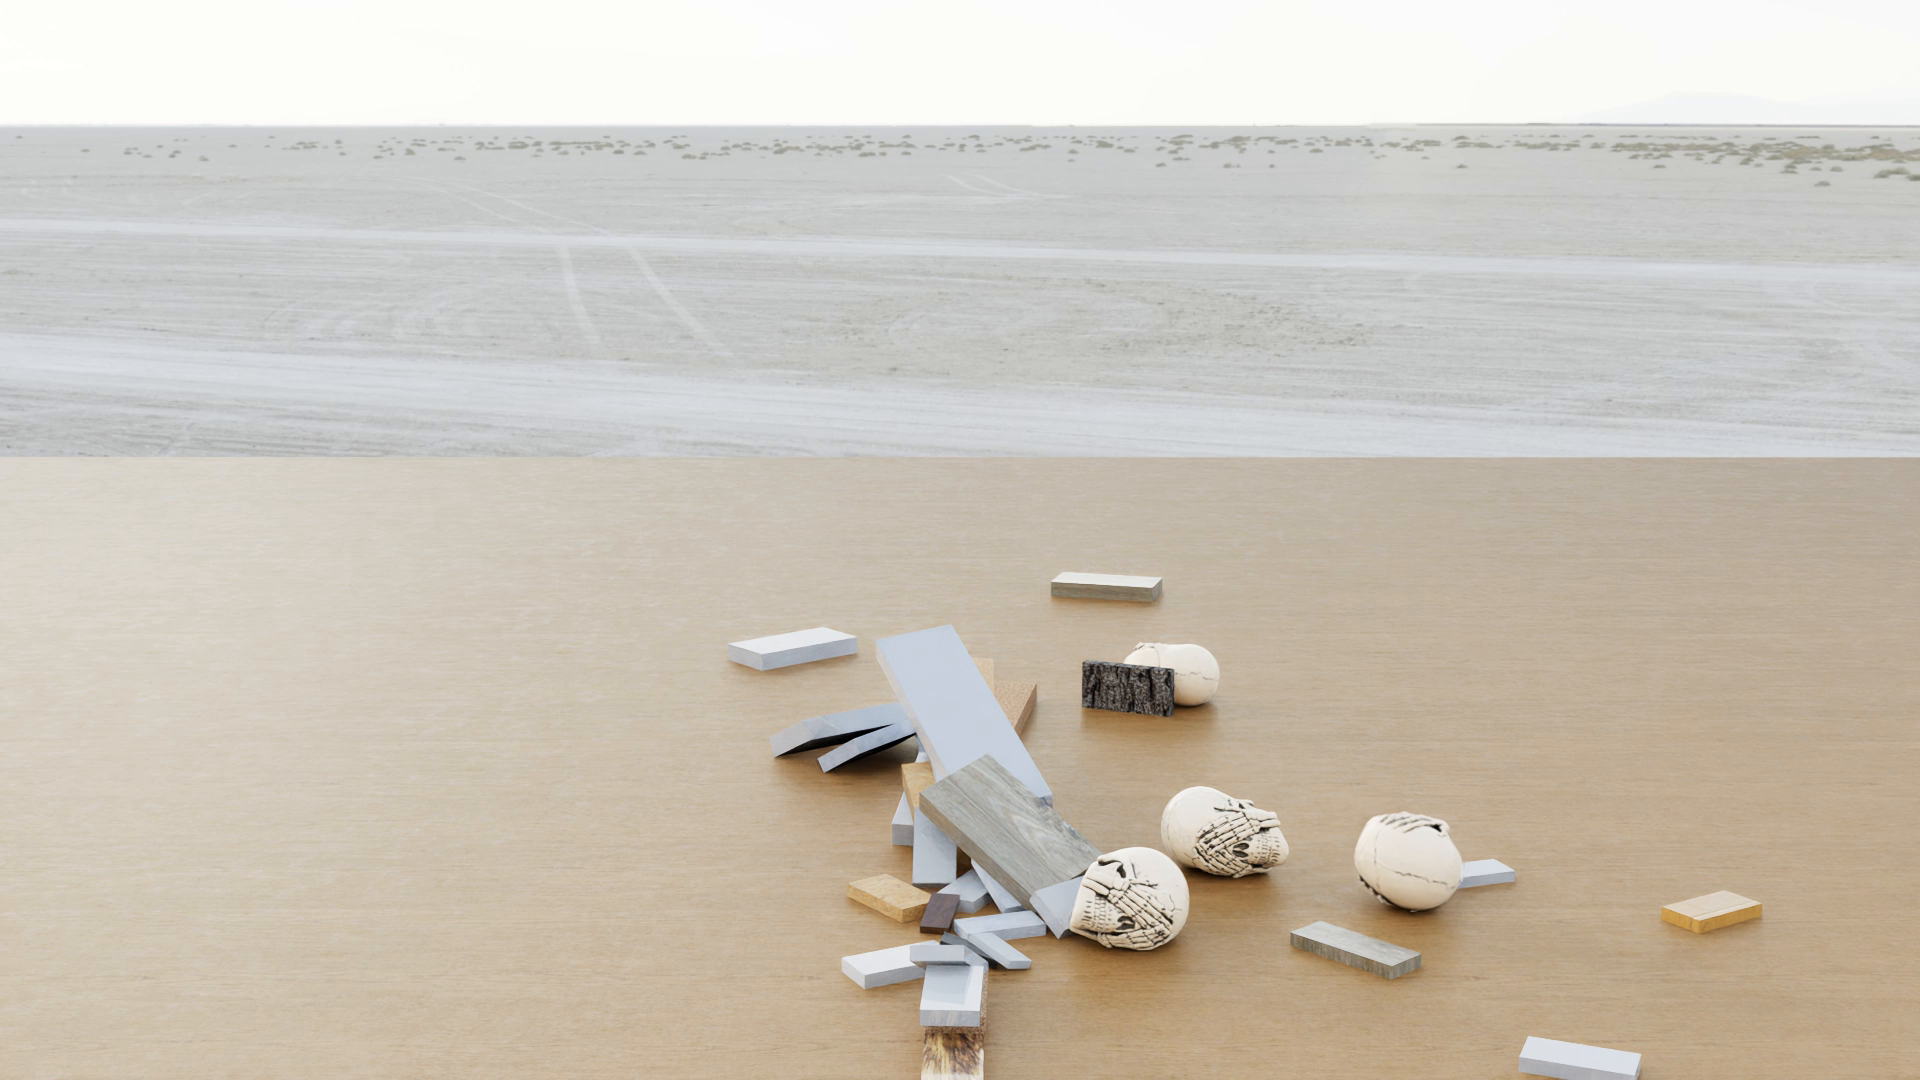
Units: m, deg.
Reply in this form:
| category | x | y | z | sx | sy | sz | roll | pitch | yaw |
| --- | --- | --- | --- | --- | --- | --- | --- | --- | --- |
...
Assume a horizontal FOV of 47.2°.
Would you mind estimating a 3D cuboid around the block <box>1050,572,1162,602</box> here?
| category | x | y | z | sx | sy | sz | roll | pitch | yaw |
| --- | --- | --- | --- | --- | --- | --- | --- | --- | --- |
| block | 0.404 | 0.128 | 6.045 | 0.282 | 0.040 | 0.141 | 3 | 11 | 16 |

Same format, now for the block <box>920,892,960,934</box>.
| category | x | y | z | sx | sy | sz | roll | pitch | yaw |
| --- | --- | --- | --- | --- | --- | --- | --- | --- | --- |
| block | -0.031 | 0.598 | 3.522 | 0.047 | 0.013 | 0.094 | 2 | 26 | 11 |

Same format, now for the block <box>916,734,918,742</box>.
| category | x | y | z | sx | sy | sz | roll | pitch | yaw |
| --- | --- | --- | --- | --- | --- | --- | --- | --- | --- |
| block | -0.042 | 0.382 | 4.488 | 0.102 | 0.029 | 0.203 | -34 | 4 | -2 |

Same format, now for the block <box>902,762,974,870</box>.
| category | x | y | z | sx | sy | sz | roll | pitch | yaw |
| --- | --- | --- | --- | --- | --- | --- | --- | --- | --- |
| block | -0.007 | 0.481 | 3.891 | 0.151 | 0.043 | 0.301 | -6 | 24 | -8 |

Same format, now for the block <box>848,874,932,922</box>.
| category | x | y | z | sx | sy | sz | roll | pitch | yaw |
| --- | --- | --- | --- | --- | --- | --- | --- | --- | --- |
| block | -0.109 | 0.588 | 3.617 | 0.079 | 0.022 | 0.157 | -8 | 13 | -36 |

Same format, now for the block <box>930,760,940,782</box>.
| category | x | y | z | sx | sy | sz | roll | pitch | yaw |
| --- | --- | --- | --- | --- | --- | --- | --- | --- | --- |
| block | 0.001 | 0.381 | 3.952 | 0.109 | 0.031 | 0.396 | -5 | 33 | -7 |

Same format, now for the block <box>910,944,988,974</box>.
| category | x | y | z | sx | sy | sz | roll | pitch | yaw |
| --- | --- | --- | --- | --- | --- | --- | --- | --- | --- |
| block | -0.015 | 0.616 | 3.214 | 0.079 | 0.022 | 0.188 | -2 | -18 | 11 |

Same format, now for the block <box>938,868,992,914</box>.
| category | x | y | z | sx | sy | sz | roll | pitch | yaw |
| --- | --- | --- | --- | --- | --- | --- | --- | --- | --- |
| block | 0.021 | 0.583 | 3.652 | 0.073 | 0.021 | 0.146 | 5 | 12 | 26 |

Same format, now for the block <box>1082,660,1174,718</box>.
| category | x | y | z | sx | sy | sz | roll | pitch | yaw |
| --- | --- | --- | --- | --- | --- | --- | --- | --- | --- |
| block | 0.368 | 0.325 | 4.819 | 0.203 | 0.102 | 0.029 | 5 | 12 | 24 |

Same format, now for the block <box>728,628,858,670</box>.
| category | x | y | z | sx | sy | sz | roll | pitch | yaw |
| --- | --- | --- | --- | --- | --- | --- | --- | --- | --- |
| block | -0.404 | 0.262 | 5.325 | 0.282 | 0.040 | 0.141 | -9 | 14 | -39 |

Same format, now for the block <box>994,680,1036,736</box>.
| category | x | y | z | sx | sy | sz | roll | pitch | yaw |
| --- | --- | --- | --- | --- | --- | --- | --- | --- | --- |
| block | 0.036 | 0.413 | 4.515 | 0.141 | 0.040 | 0.858 | 2 | 11 | 9 |

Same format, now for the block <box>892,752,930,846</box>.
| category | x | y | z | sx | sy | sz | roll | pitch | yaw |
| --- | --- | --- | --- | --- | --- | --- | --- | --- | --- |
| block | -0.022 | 0.470 | 4.037 | 0.151 | 0.043 | 0.302 | 2 | 22 | 9 |

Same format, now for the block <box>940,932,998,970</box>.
| category | x | y | z | sx | sy | sz | roll | pitch | yaw |
| --- | --- | --- | --- | --- | --- | --- | --- | --- | --- |
| block | 0.015 | 0.626 | 3.354 | 0.094 | 0.013 | 0.047 | 19 | 9 | 4 |

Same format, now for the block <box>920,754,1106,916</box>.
| category | x | y | z | sx | sy | sz | roll | pitch | yaw |
| --- | --- | --- | --- | --- | --- | --- | --- | --- | --- |
| block | 0.085 | 0.487 | 3.656 | 0.151 | 0.043 | 0.302 | -27 | 47 | -30 |

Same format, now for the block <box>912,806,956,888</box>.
| category | x | y | z | sx | sy | sz | roll | pitch | yaw |
| --- | --- | --- | --- | --- | --- | --- | --- | --- | --- |
| block | -0.042 | 0.520 | 3.728 | 0.073 | 0.021 | 0.146 | 0 | 54 | 1 |

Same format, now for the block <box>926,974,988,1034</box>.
| category | x | y | z | sx | sy | sz | roll | pitch | yaw |
| --- | --- | --- | --- | --- | --- | --- | --- | --- | --- |
| block | -0.003 | 0.656 | 3.121 | 0.082 | 0.023 | 0.164 | 0 | 11 | 2 |

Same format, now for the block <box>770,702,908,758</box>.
| category | x | y | z | sx | sy | sz | roll | pitch | yaw |
| --- | --- | --- | --- | --- | --- | --- | --- | --- | --- |
| block | -0.222 | 0.382 | 4.502 | 0.301 | 0.043 | 0.151 | -8 | -13 | -36 |

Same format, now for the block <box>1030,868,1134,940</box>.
| category | x | y | z | sx | sy | sz | roll | pitch | yaw |
| --- | --- | --- | --- | --- | --- | --- | --- | --- | --- |
| block | 0.197 | 0.583 | 3.528 | 0.163 | 0.023 | 0.081 | -9 | 49 | -41 |

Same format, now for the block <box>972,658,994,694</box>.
| category | x | y | z | sx | sy | sz | roll | pitch | yaw |
| --- | --- | --- | --- | --- | --- | --- | --- | --- | --- |
| block | 0.008 | 0.288 | 4.192 | 0.109 | 0.031 | 0.219 | 5 | 25 | -2 |

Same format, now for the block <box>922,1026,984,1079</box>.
| category | x | y | z | sx | sy | sz | roll | pitch | yaw |
| --- | --- | --- | --- | --- | --- | --- | --- | --- | --- |
| block | -0.010 | 0.713 | 2.942 | 0.082 | 0.023 | 0.485 | 0 | 11 | 1 |

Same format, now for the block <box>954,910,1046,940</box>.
| category | x | y | z | sx | sy | sz | roll | pitch | yaw |
| --- | --- | --- | --- | --- | --- | --- | --- | --- | --- |
| block | 0.063 | 0.614 | 3.487 | 0.131 | 0.019 | 0.066 | -4 | 11 | -19 |

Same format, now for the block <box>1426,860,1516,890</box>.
| category | x | y | z | sx | sy | sz | roll | pitch | yaw |
| --- | --- | --- | --- | --- | --- | --- | --- | --- | --- |
| block | 0.868 | 0.568 | 3.737 | 0.131 | 0.019 | 0.066 | -4 | 11 | -19 |

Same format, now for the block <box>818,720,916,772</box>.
| category | x | y | z | sx | sy | sz | roll | pitch | yaw |
| --- | --- | --- | --- | --- | --- | --- | --- | --- | --- |
| block | -0.173 | 0.408 | 4.414 | 0.109 | 0.031 | 0.219 | -31 | -10 | 37 |

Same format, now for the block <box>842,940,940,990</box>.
| category | x | y | z | sx | sy | sz | roll | pitch | yaw |
| --- | --- | --- | --- | --- | --- | --- | --- | --- | --- |
| block | -0.091 | 0.642 | 3.329 | 0.158 | 0.022 | 0.079 | -6 | 12 | -28 |

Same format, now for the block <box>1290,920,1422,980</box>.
| category | x | y | z | sx | sy | sz | roll | pitch | yaw |
| --- | --- | --- | --- | --- | --- | --- | --- | --- | --- |
| block | 0.609 | 0.631 | 3.390 | 0.075 | 0.021 | 0.193 | -10 | 14 | -42 |

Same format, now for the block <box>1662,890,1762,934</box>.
| category | x | y | z | sx | sy | sz | roll | pitch | yaw |
| --- | --- | --- | --- | --- | --- | --- | --- | --- | --- |
| block | 1.216 | 0.600 | 3.555 | 0.150 | 0.021 | 0.075 | -6 | 12 | -31 |

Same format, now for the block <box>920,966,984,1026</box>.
| category | x | y | z | sx | sy | sz | roll | pitch | yaw |
| --- | --- | --- | --- | --- | --- | --- | --- | --- | --- |
| block | -0.010 | 0.639 | 3.088 | 0.082 | 0.023 | 0.164 | 0 | 11 | 2 |

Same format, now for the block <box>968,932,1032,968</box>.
| category | x | y | z | sx | sy | sz | roll | pitch | yaw |
| --- | --- | --- | --- | --- | --- | --- | --- | --- | --- |
| block | 0.061 | 0.627 | 3.356 | 0.047 | 0.013 | 0.094 | 10 | 12 | -44 |

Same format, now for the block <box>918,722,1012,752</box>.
| category | x | y | z | sx | sy | sz | roll | pitch | yaw |
| --- | --- | --- | --- | --- | --- | --- | --- | --- | --- |
| block | 0.013 | 0.374 | 4.181 | 0.151 | 0.043 | 0.301 | 2 | -1 | 5 |

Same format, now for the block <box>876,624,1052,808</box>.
| category | x | y | z | sx | sy | sz | roll | pitch | yaw |
| --- | --- | --- | --- | --- | --- | --- | --- | --- | --- |
| block | 0.000 | 0.329 | 3.965 | 0.151 | 0.043 | 0.543 | -11 | 34 | -15 |

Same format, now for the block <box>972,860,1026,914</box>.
| category | x | y | z | sx | sy | sz | roll | pitch | yaw |
| --- | --- | --- | --- | --- | --- | --- | --- | --- | --- |
| block | 0.076 | 0.563 | 3.617 | 0.066 | 0.019 | 0.131 | -7 | 37 | -25 |

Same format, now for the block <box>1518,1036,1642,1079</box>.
| category | x | y | z | sx | sy | sz | roll | pitch | yaw |
| --- | --- | --- | --- | --- | --- | --- | --- | --- | --- |
| block | 0.839 | 0.708 | 2.977 | 0.150 | 0.021 | 0.075 | 5 | 11 | 23 |
